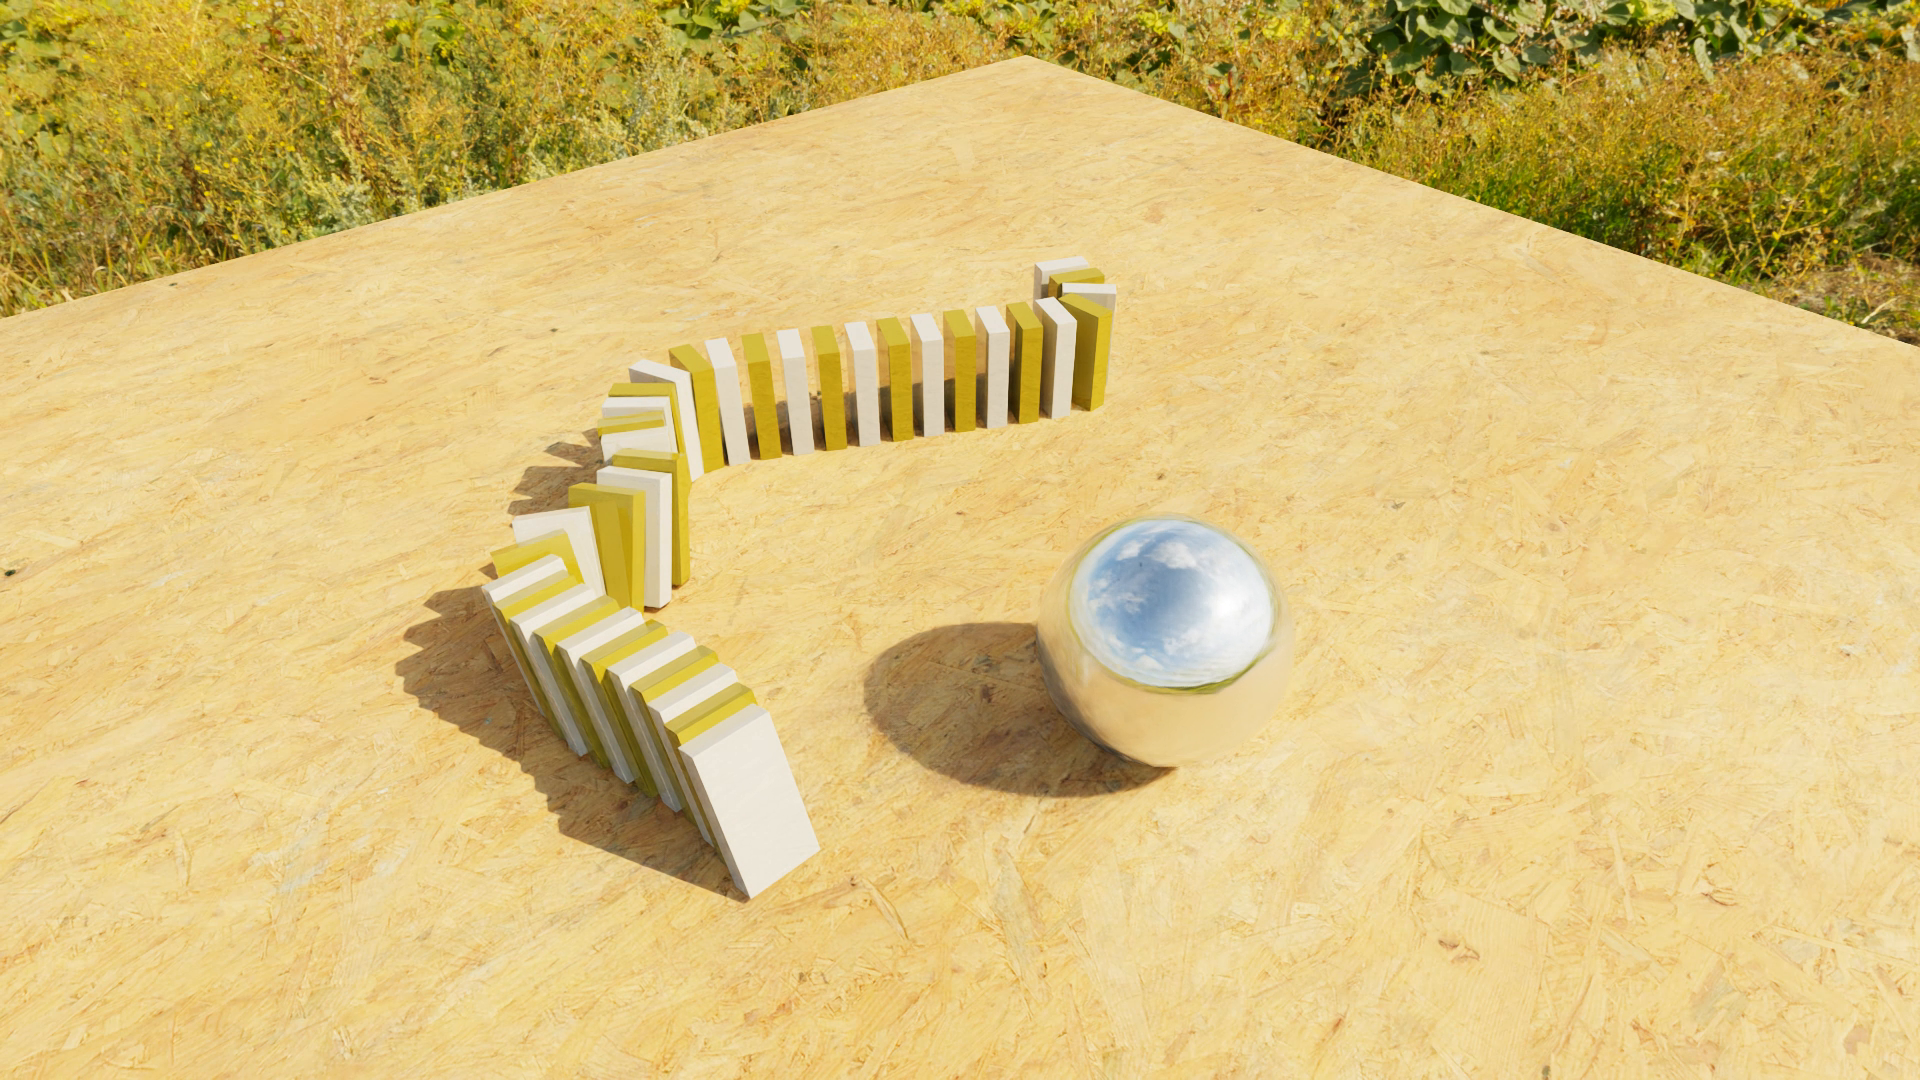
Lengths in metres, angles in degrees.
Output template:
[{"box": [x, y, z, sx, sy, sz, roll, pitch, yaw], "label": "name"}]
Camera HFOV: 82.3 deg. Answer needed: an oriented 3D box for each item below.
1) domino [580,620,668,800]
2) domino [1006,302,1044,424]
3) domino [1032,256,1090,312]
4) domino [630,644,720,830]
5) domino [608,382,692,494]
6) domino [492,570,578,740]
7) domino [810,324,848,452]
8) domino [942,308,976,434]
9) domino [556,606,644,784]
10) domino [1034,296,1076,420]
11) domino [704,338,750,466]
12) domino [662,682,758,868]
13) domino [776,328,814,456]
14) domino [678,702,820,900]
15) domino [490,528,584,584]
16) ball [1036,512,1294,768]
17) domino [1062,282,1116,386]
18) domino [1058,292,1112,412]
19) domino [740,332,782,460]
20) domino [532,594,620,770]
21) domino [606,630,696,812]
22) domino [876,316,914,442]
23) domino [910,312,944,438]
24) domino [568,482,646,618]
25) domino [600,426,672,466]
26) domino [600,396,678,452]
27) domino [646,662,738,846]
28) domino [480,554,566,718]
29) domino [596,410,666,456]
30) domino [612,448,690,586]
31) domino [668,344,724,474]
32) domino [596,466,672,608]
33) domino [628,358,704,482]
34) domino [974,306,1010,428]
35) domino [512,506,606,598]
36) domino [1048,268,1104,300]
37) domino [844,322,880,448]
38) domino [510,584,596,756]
[{"box": [-0.097, 0.053, 0.347, 0.025, 0.050, 0.010, -30, 27, -32], "label": "domino"}, {"box": [0.029, -0.082, 0.512, 0.010, 0.050, 0.025, -10, 40, -12], "label": "domino"}, {"box": [0.050, -0.116, 0.553, 0.025, 0.050, 0.010, -12, 41, -15], "label": "domino"}, {"box": [-0.080, 0.060, 0.338, 0.025, 0.050, 0.009, -30, 26, -31], "label": "domino"}, {"box": [-0.129, -0.041, 0.462, 0.025, 0.050, 0.009, 0, 36, 0], "label": "domino"}, {"box": [-0.132, 0.038, 0.365, 0.025, 0.050, 0.010, -31, 27, -32], "label": "domino"}, {"box": [-0.059, -0.068, 0.494, 0.009, 0.050, 0.025, -8, 40, -10], "label": "domino"}, {"box": [0.000, -0.077, 0.506, 0.009, 0.050, 0.025, -8, 40, -10], "label": "domino"}, {"box": [-0.106, 0.050, 0.351, 0.025, 0.050, 0.010, -30, 27, -32], "label": "domino"}, {"box": [0.043, -0.085, 0.515, 0.009, 0.050, 0.025, -14, 41, -16], "label": "domino"}, {"box": [-0.103, -0.061, 0.486, 0.010, 0.050, 0.025, -13, 41, -15], "label": "domino"}, {"box": [-0.066, 0.070, 0.326, 0.025, 0.050, 0.009, -30, 26, -31], "label": "domino"}, {"box": [-0.074, -0.066, 0.492, 0.009, 0.050, 0.025, -9, 40, -10], "label": "domino"}, {"box": [-0.060, 0.076, 0.319, 0.025, 0.050, 0.010, -30, 26, -31], "label": "domino"}, {"box": [-0.142, 0.024, 0.383, 0.025, 0.050, 0.009, -21, 19, -24], "label": "domino"}, {"box": [0.064, 0.031, 0.350, 0.080, 0.080, 0.080, 0, 39, 0], "label": "ball"}, {"box": [0.061, -0.099, 0.532, 0.025, 0.050, 0.009, 2, 39, 3], "label": "domino"}, {"box": [0.057, -0.088, 0.519, 0.010, 0.050, 0.025, -31, 48, -32], "label": "domino"}, {"box": [-0.088, -0.063, 0.489, 0.010, 0.050, 0.025, -10, 40, -12], "label": "domino"}, {"box": [-0.115, 0.046, 0.355, 0.025, 0.050, 0.010, -30, 27, -32], "label": "domino"}, {"box": [-0.088, 0.056, 0.342, 0.025, 0.050, 0.009, -30, 26, -32], "label": "domino"}, {"box": [-0.030, -0.073, 0.500, 0.010, 0.050, 0.025, -10, 40, -13], "label": "domino"}, {"box": [-0.015, -0.075, 0.503, 0.010, 0.050, 0.025, -9, 40, -11], "label": "domino"}, {"box": [-0.130, 0.006, 0.405, 0.025, 0.050, 0.009, 7, 14, 9], "label": "domino"}, {"box": [-0.123, -0.018, 0.433, 0.025, 0.050, 0.009, -9, 23, -11], "label": "domino"}, {"box": [-0.130, -0.034, 0.452, 0.025, 0.050, 0.009, -1, 31, -1], "label": "domino"}, {"box": [-0.073, 0.065, 0.332, 0.025, 0.050, 0.010, -30, 26, -31], "label": "domino"}, {"box": [-0.138, 0.033, 0.371, 0.025, 0.050, 0.010, -30, 26, -32], "label": "domino"}, {"box": [-0.128, -0.025, 0.442, 0.025, 0.050, 0.009, -9, 29, -11], "label": "domino"}, {"box": [-0.118, -0.009, 0.422, 0.025, 0.050, 0.009, 5, 20, 7], "label": "domino"}, {"box": [-0.115, -0.057, 0.481, 0.009, 0.050, 0.025, -21, 44, -28], "label": "domino"}, {"box": [-0.122, -0.001, 0.413, 0.025, 0.050, 0.010, 7, 17, 9], "label": "domino"}, {"box": [-0.126, -0.051, 0.473, 0.025, 0.050, 0.009, 18, 39, 21], "label": "domino"}, {"box": [0.014, -0.080, 0.509, 0.009, 0.050, 0.025, -9, 40, -10], "label": "domino"}, {"box": [-0.142, 0.015, 0.394, 0.025, 0.050, 0.010, -9, 16, -11], "label": "domino"}, {"box": [0.056, -0.108, 0.543, 0.025, 0.050, 0.010, -14, 41, -16], "label": "domino"}, {"box": [-0.044, -0.070, 0.497, 0.010, 0.050, 0.025, -9, 40, -11], "label": "domino"}, {"box": [-0.124, 0.042, 0.360, 0.025, 0.050, 0.009, -30, 27, -32], "label": "domino"}]
